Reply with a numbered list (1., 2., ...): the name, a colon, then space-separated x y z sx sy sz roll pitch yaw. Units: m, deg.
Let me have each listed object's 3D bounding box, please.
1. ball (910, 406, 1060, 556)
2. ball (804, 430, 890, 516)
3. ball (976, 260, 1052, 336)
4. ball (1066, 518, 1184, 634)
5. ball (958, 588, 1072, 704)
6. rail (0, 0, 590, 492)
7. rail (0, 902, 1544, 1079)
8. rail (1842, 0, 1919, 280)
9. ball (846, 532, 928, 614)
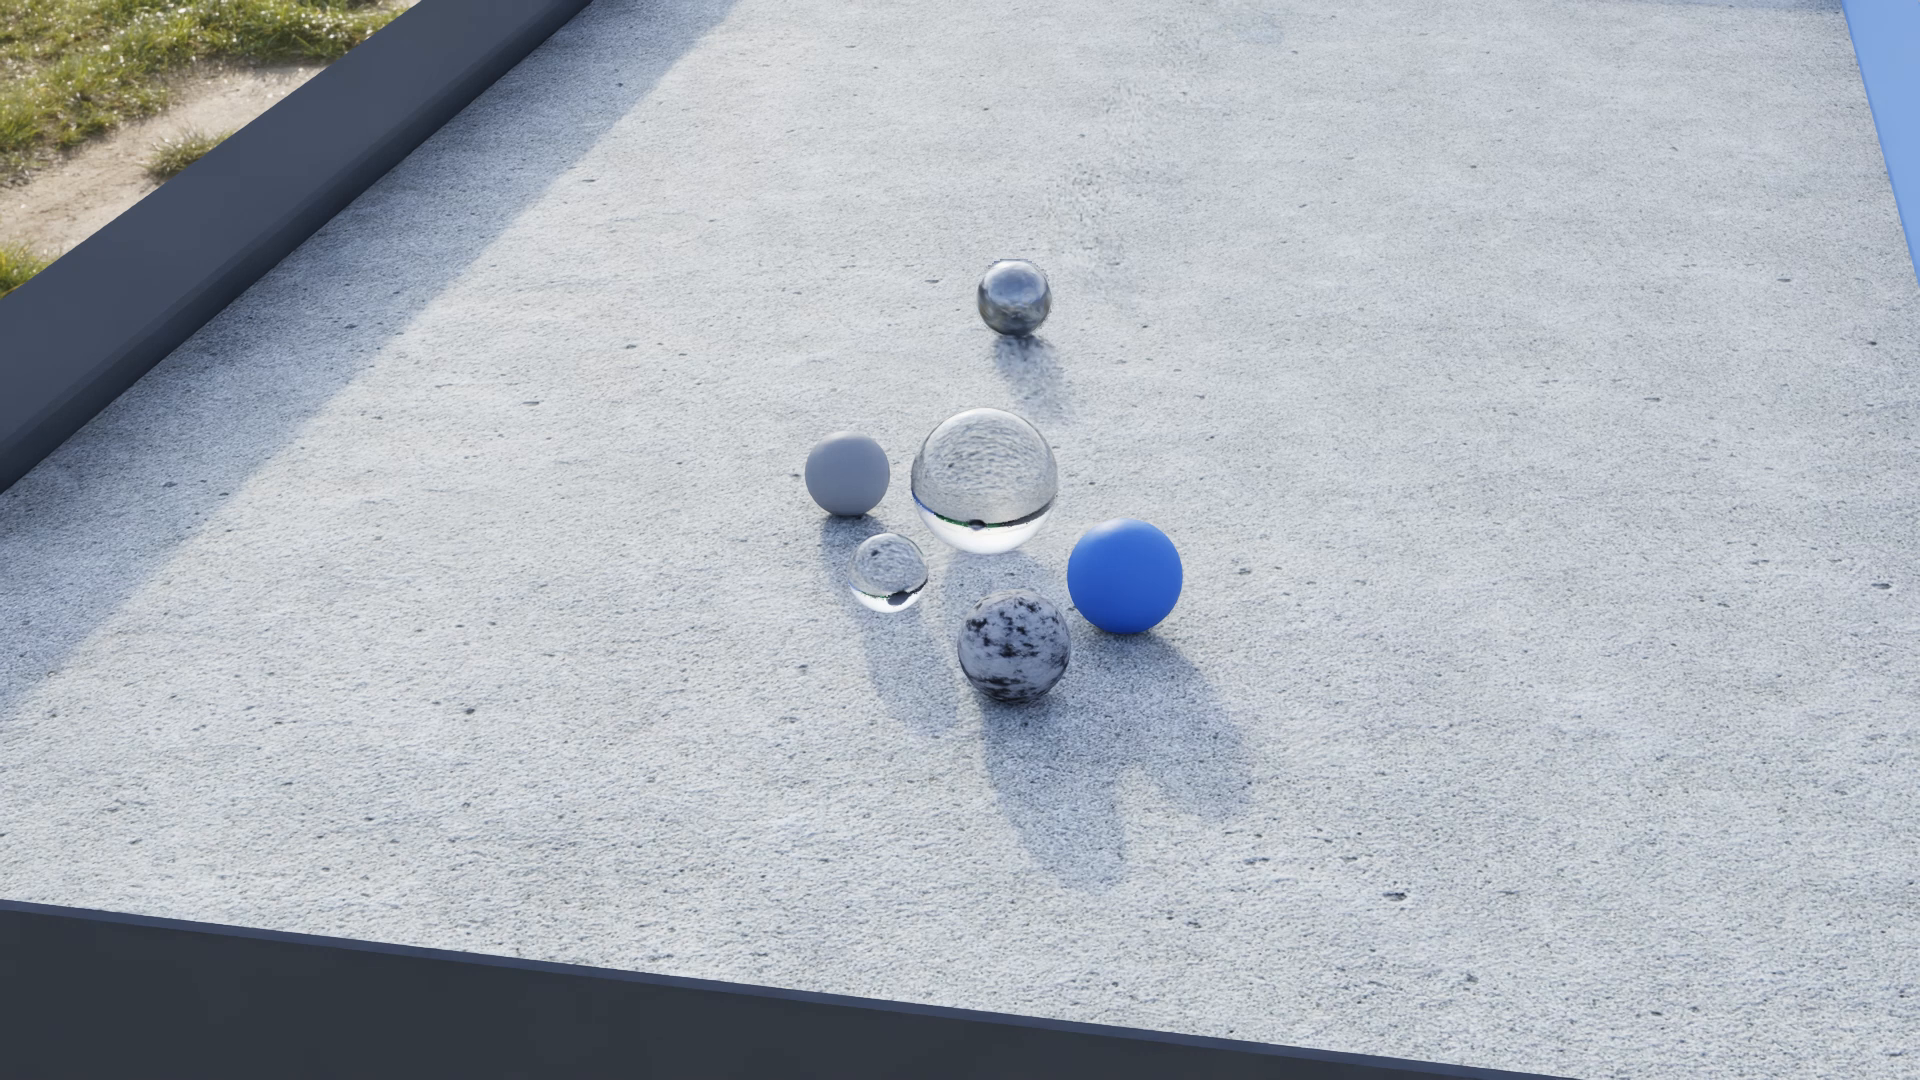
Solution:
1. ball: 0.016 -0.039 1.953 0.099 0.099 0.099 0 25 0
2. ball: -0.077 -0.045 2.014 0.059 0.059 0.059 0 25 0
3. ball: 0.043 -0.191 2.320 0.060 0.060 0.060 0 25 0
4. ball: 0.104 0.023 1.852 0.073 0.073 0.073 0 25 0
5. ball: 0.033 0.064 1.771 0.069 0.069 0.069 0 25 0
6. rail: -0.522 -0.360 2.595 0.045 0.129 2.646 5 26 10
7. rail: -0.125 0.239 1.325 1.377 0.129 0.045 5 26 10
8. rail: 0.782 -0.249 2.360 0.045 0.129 2.646 5 26 10
9. ball: -0.046 0.021 1.881 0.052 0.052 0.052 0 25 0
